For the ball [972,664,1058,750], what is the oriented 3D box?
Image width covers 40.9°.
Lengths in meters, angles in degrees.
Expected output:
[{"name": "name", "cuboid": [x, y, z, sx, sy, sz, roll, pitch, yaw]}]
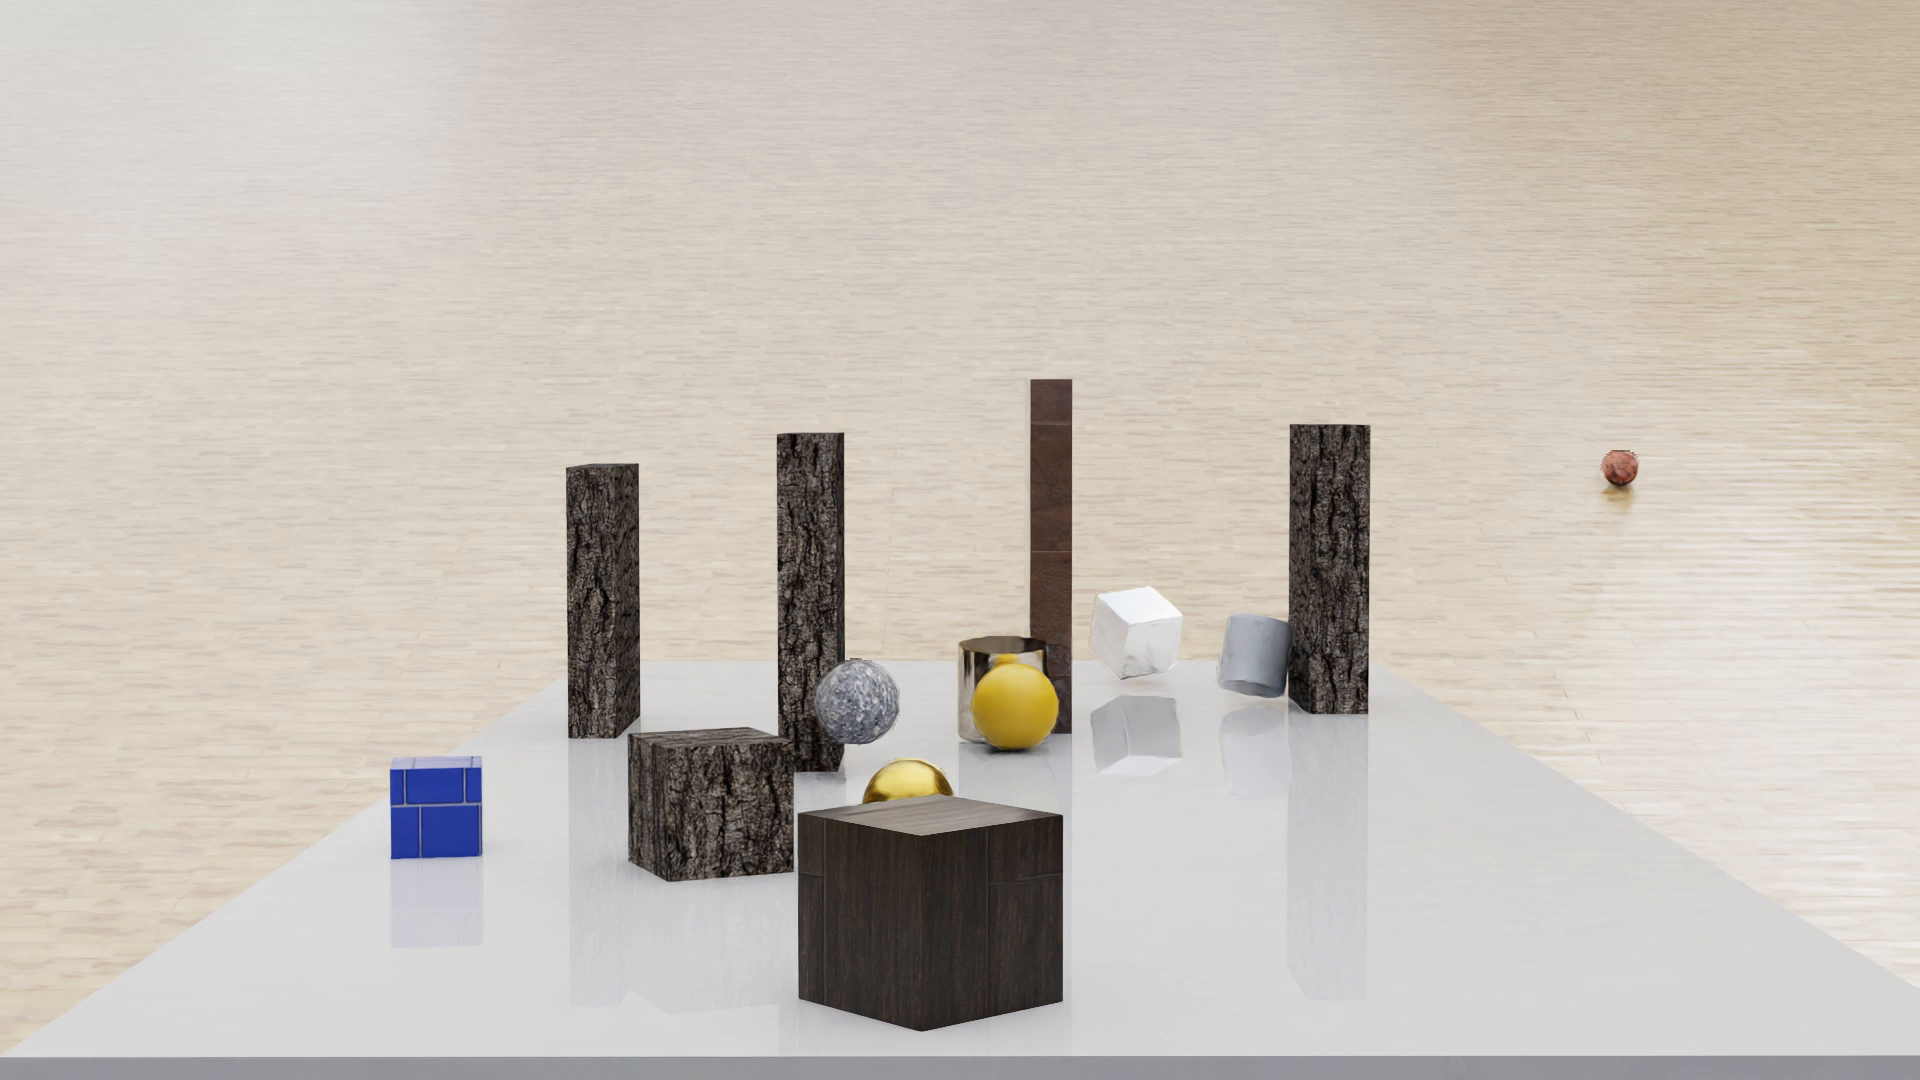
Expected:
[{"name": "ball", "cuboid": [0.102, 0.312, 4.802, 0.164, 0.164, 0.164, 0, 22, 0]}]

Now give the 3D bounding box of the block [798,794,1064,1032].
[{"name": "block", "cuboid": [-0.032, 0.395, 2.768, 0.202, 0.202, 0.202, -3, 4, -42]}]

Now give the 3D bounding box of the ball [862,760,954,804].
[{"name": "ball", "cuboid": [-0.074, 0.382, 3.700, 0.134, 0.134, 0.134, 0, 22, 0]}]

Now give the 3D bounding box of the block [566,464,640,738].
[{"name": "block", "cuboid": [-0.714, 0.113, 5.164, 0.094, 0.526, 0.384, 0, 3, 0]}]

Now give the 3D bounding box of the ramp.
[{"name": "ramp", "cuboid": [0.051, 0.457, 4.533, 2.000, 0.100, 4.000, 0, 3, 0]}]

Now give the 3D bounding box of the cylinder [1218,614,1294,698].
[{"name": "cylinder", "cuboid": [0.640, 0.251, 5.558, 0.146, 0.146, 0.146, 10, -14, 3]}]

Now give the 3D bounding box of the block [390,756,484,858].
[{"name": "block", "cuboid": [-0.756, 0.385, 3.719, 0.128, 0.128, 0.128, -1, 3, -10]}]

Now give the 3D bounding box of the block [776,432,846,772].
[{"name": "block", "cuboid": [-0.268, 0.103, 4.672, 0.104, 0.594, 0.335, 0, 3, 0]}]

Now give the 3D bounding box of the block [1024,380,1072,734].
[{"name": "block", "cuboid": [0.178, 0.023, 5.240, 0.082, 0.696, 0.404, 0, 3, 0]}]

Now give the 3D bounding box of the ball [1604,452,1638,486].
[{"name": "ball", "cuboid": [2.045, -0.221, 7.959, 0.107, 0.107, 0.107, 0, 22, 0]}]

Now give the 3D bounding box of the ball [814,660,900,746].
[{"name": "ball", "cuboid": [-0.178, 0.282, 4.451, 0.146, 0.146, 0.146, 0, 22, 0]}]

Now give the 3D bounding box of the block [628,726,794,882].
[{"name": "block", "cuboid": [-0.349, 0.365, 3.582, 0.181, 0.181, 0.181, -1, 3, -24]}]

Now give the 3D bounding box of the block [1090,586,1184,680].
[{"name": "block", "cuboid": [0.408, 0.215, 5.961, 0.146, 0.146, 0.146, -8, 30, -27]}]

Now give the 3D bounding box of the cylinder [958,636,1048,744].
[{"name": "cylinder", "cuboid": [0.083, 0.289, 4.974, 0.175, 0.175, 0.175, 0, 9, 0]}]

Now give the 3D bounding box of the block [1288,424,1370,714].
[{"name": "block", "cuboid": [0.792, 0.054, 5.530, 0.124, 0.604, 0.336, 0, 3, 0]}]
